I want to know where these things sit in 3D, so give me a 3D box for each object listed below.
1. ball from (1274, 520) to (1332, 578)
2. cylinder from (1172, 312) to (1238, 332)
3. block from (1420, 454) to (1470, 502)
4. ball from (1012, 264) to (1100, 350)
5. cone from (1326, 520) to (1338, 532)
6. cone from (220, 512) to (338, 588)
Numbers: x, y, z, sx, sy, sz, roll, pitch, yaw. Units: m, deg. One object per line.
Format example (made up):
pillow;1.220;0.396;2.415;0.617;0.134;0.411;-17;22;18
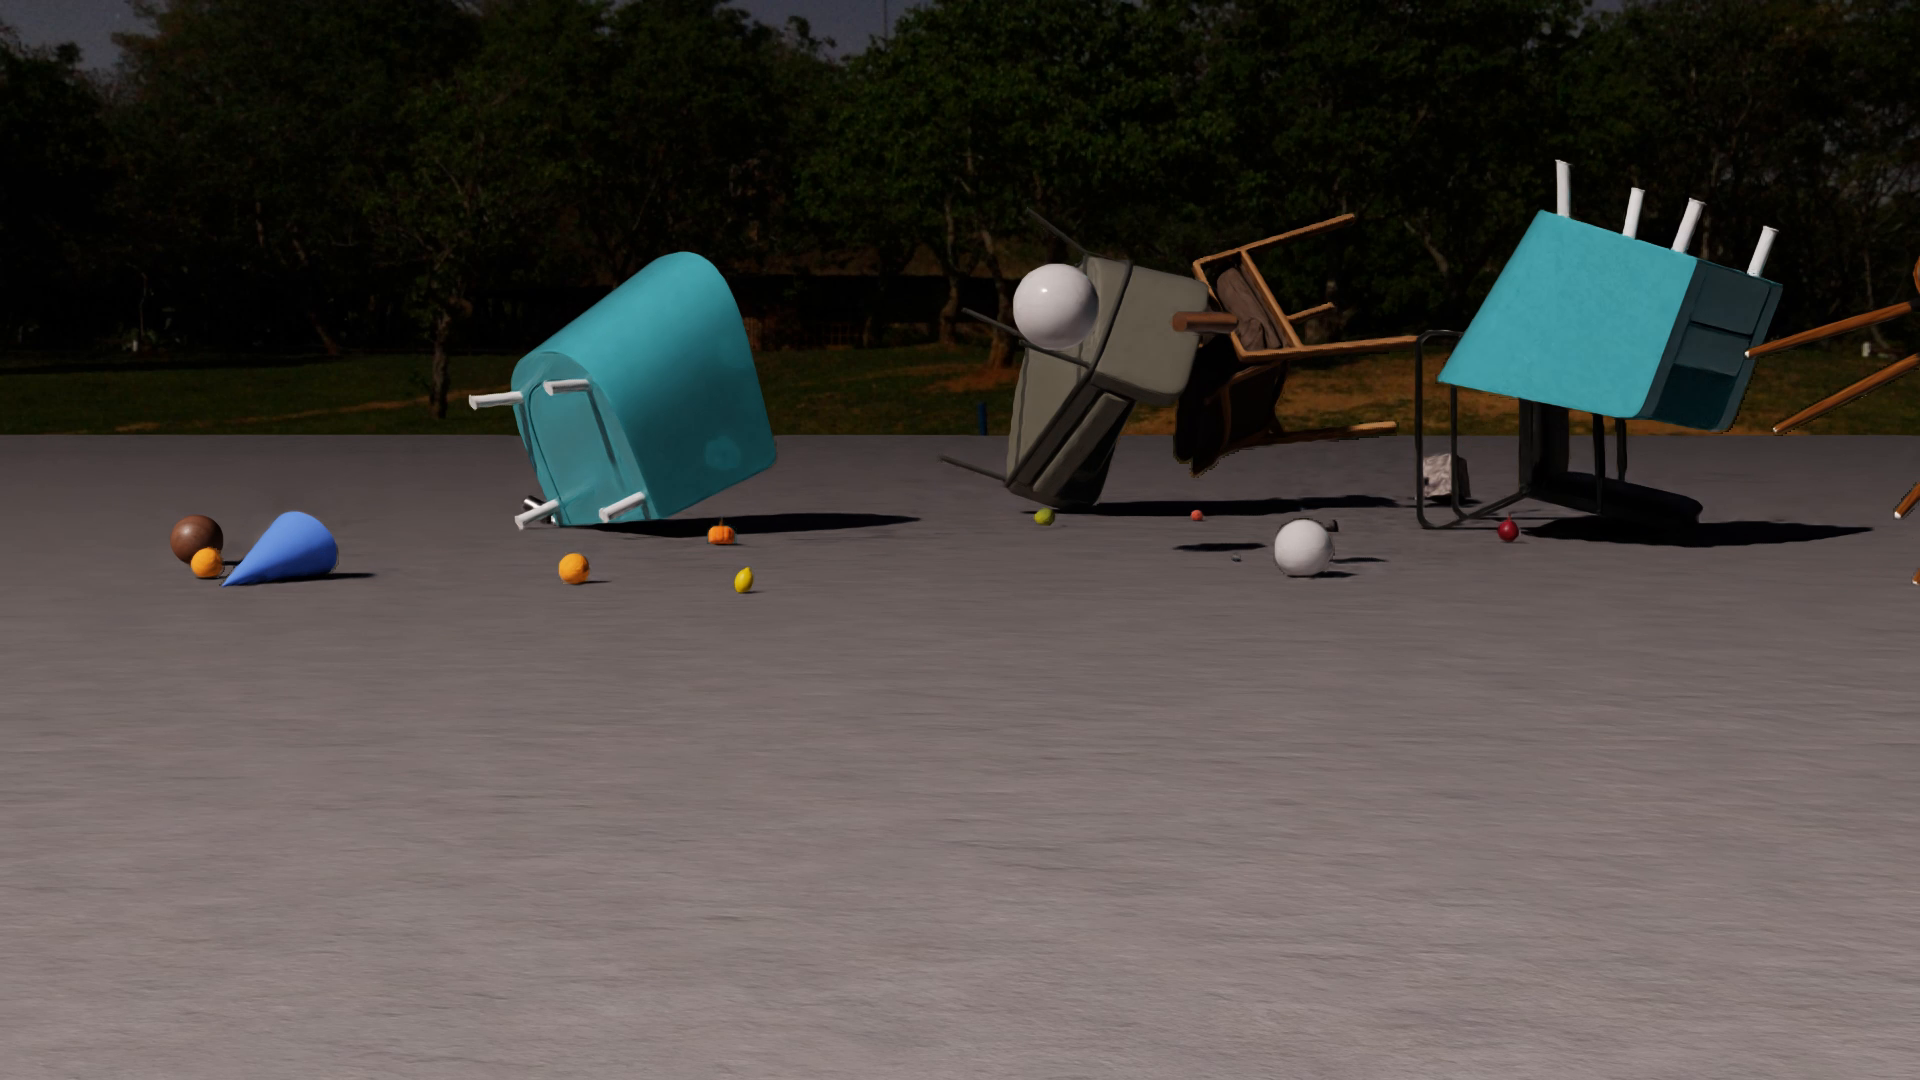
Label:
ball;0.818;0.020;5.242;0.139;0.139;0.139;0;4;0
cylinder;0.579;-0.515;5.205;0.125;0.048;0.122;-1;4;-12
block;1.900;-0.242;8.610;0.126;0.153;0.233;-9;-7;26
ball;0.246;-0.597;5.637;0.223;0.223;0.223;0;4;0
cone;1.159;-0.035;6.922;0.053;0.040;0.065;-20;-7;15
cone;-1.618;0.059;5.109;0.198;0.165;0.284;10;24;22
